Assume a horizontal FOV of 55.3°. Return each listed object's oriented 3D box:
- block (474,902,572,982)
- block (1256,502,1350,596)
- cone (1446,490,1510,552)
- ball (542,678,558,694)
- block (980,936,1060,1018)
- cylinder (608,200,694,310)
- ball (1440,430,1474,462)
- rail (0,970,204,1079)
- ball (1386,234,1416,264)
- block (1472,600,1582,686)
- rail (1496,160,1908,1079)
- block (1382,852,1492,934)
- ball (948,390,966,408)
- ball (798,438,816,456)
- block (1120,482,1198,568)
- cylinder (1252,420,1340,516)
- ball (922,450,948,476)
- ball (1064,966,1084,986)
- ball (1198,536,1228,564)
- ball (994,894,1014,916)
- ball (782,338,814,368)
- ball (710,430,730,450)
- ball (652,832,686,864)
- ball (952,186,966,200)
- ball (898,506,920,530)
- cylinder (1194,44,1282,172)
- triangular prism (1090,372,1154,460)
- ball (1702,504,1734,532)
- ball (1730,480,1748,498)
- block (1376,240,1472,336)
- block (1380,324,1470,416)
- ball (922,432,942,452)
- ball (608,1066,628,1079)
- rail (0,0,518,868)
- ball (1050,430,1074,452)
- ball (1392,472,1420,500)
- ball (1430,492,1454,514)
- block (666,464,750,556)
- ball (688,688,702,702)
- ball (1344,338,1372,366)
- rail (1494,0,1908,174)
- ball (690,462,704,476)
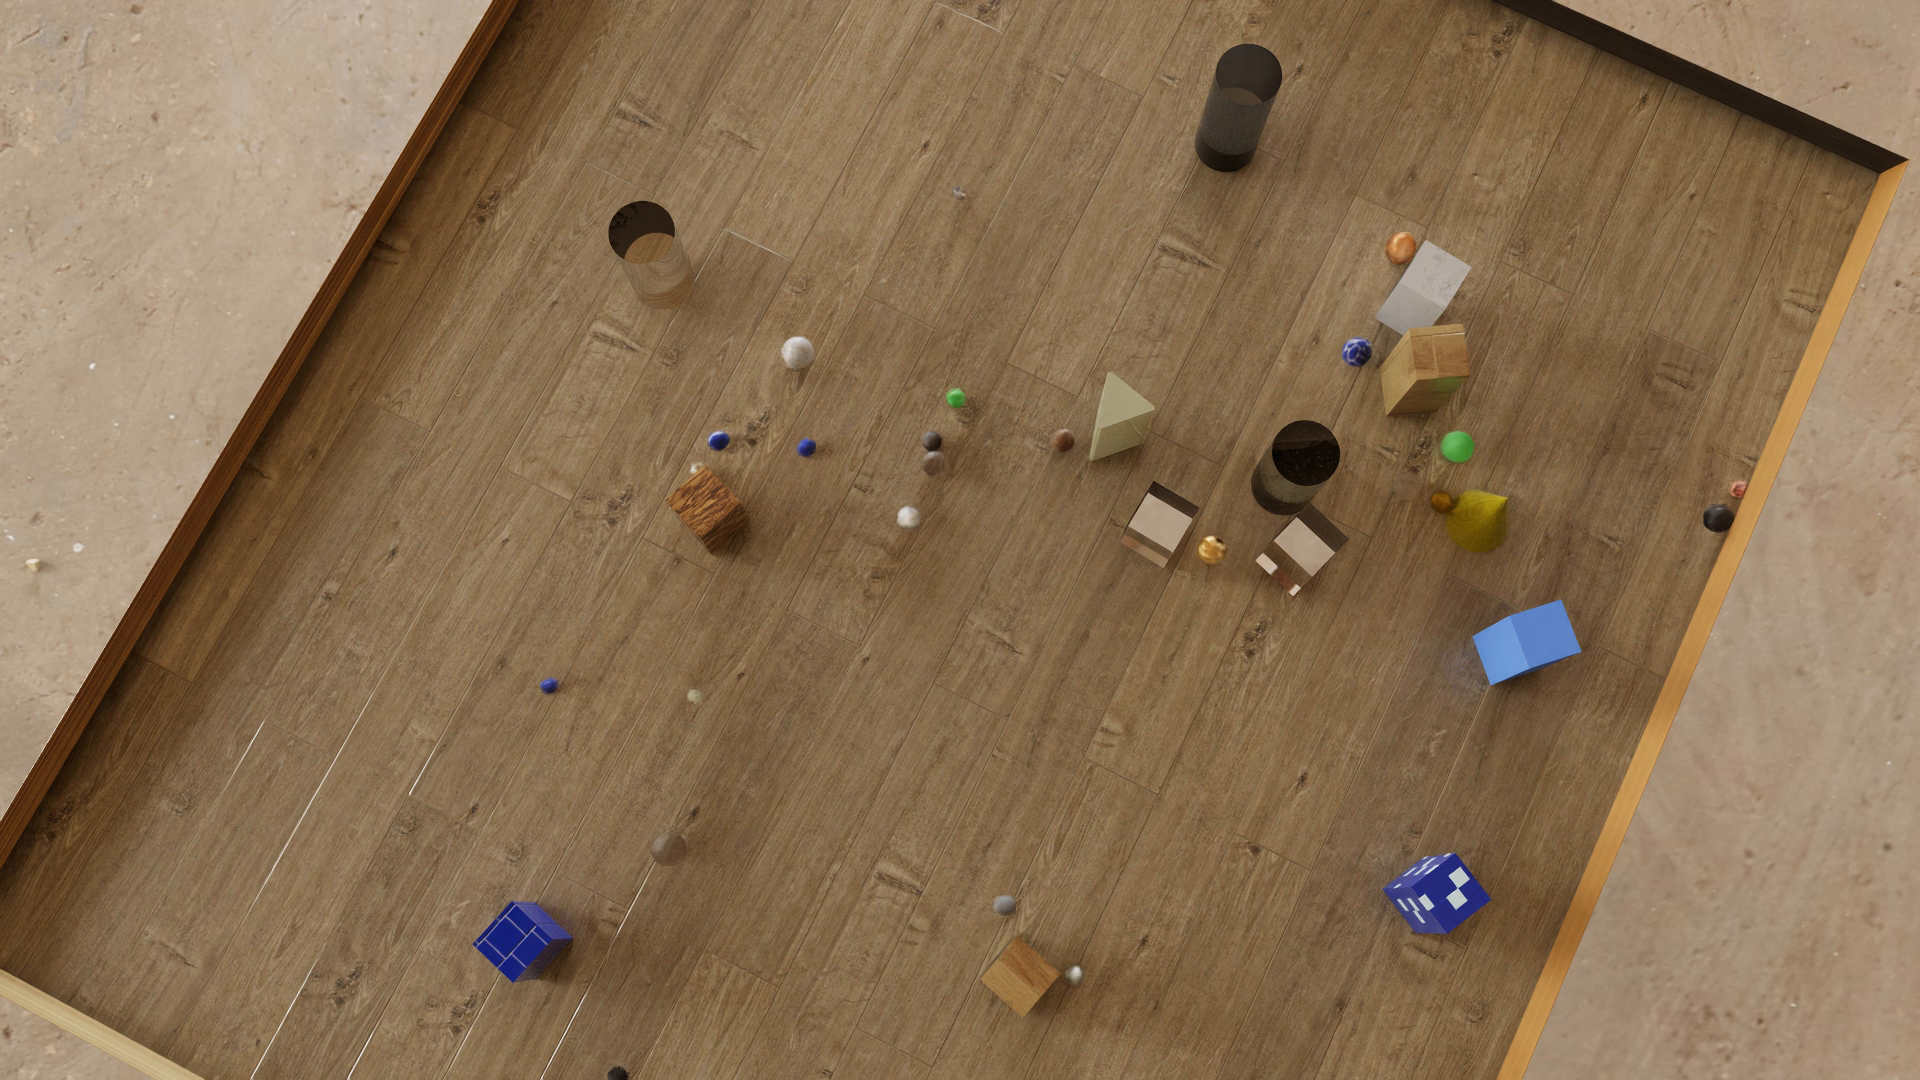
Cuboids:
[{"bbox_3d":[-1.245,1.146,5.235,0.157,0.282,0.157,41,81,8],"label":"block"},{"bbox_3d":[1.014,0.030,5.449,0.157,0.315,0.157,44,82,8],"label":"block"},{"bbox_3d":[1.590,-0.090,5.474,0.197,0.316,0.197,0,78,0],"label":"cone"},{"bbox_3d":[-1.230,0.437,5.502,0.047,0.047,0.047,0,78,0],"label":"ball"},{"bbox_3d":[0.167,1.239,5.216,0.157,0.282,0.157,41,81,8],"label":"block"},{"bbox_3d":[-0.936,-0.863,5.586,0.197,0.410,0.197,0,78,0],"label":"cylinder"},{"bbox_3d":[1.526,-0.288,5.627,0.097,0.097,0.097,0,78,0],"label":"ball"},{"bbox_3d":[-1.068,2.098,5.116,4.234,0.128,0.045,26,80,5],"label":"rail"},{"bbox_3d":[1.384,-0.915,5.758,0.095,0.095,0.095,0,78,0],"label":"ball"},{"bbox_3d":[1.652,0.303,5.359,0.157,0.382,0.157,-17,79,-3],"label":"block"},{"bbox_3d":[1.872,0.924,5.359,0.045,0.128,4.822,26,80,5],"label":"rail"},{"bbox_3d":[1.355,1.010,5.226,0.157,0.356,0.157,-35,81,-7],"label":"block"},{"bbox_3d":[-0.011,-0.439,5.678,0.057,0.057,0.057,0,78,0],"label":"ball"},{"bbox_3d":[-0.471,-0.287,5.648,0.054,0.054,0.054,0,78,0],"label":"ball"},{"bbox_3d":[0.597,-0.045,5.500,0.157,0.246,0.157,31,80,6],"label":"block"},{"bbox_3d":[0.996,-0.211,5.462,0.197,0.389,0.197,0,78,0],"label":"cylinder"},{"bbox_3d":[-0.078,-0.234,5.625,0.079,0.079,0.079,0,78,0],"label":"ball"},{"bbox_3d":[0.333,1.265,5.326,0.056,0.056,0.056,0,78,0],"label":"ball"},{"bbox_3d":[0.766,0.030,5.564,0.090,0.090,0.090,0,78,0],"label":"ball"},{"bbox_3d":[0.128,1.069,5.365,0.060,0.060,0.060,0,78,0],"label":"ball"},{"bbox_3d":[-0.503,-0.580,5.687,0.098,0.098,0.098,0,78,0],"label":"ball"},{"bbox_3d":[-0.742,-0.308,5.649,0.061,0.061,0.061,0,78,0],"label":"ball"},{"bbox_3d":[-0.855,0.904,5.380,0.097,0.097,0.097,0,78,0],"label":"ball"},{"bbox_3d":[-0.003,-1.101,5.823,0.042,0.042,0.042,0,78,0],"label":"ball"},{"bbox_3d":[-0.157,-0.068,5.595,0.071,0.071,0.071,0,78,0],"label":"ball"},{"bbox_3d":[0.852,-1.322,5.639,0.197,0.491,0.197,0,78,0],"label":"cylinder"},{"bbox_3d":[0.458,-0.381,5.497,0.170,0.389,0.147,-19,79,-4],"label":"triangular prism"},{"bbox_3d":[2.311,-0.065,5.586,0.086,0.086,0.086,0,78,0],"label":"ball"},{"bbox_3d":[2.391,-0.156,5.621,0.055,0.055,0.055,0,78,0],"label":"ball"},{"bbox_3d":[1.412,-0.754,5.603,0.157,0.333,0.157,33,80,6],"label":"block"},{"bbox_3d":[1.396,-0.509,5.523,0.157,0.389,0.157,-5,78,-1],"label":"block"},{"bbox_3d":[-0.088,-0.304,5.648,0.062,0.062,0.062,0,78,0],"label":"ball"},{"bbox_3d":[-0.985,1.543,5.268,0.058,0.058,0.058,0,78,0],"label":"ball"},{"bbox_3d":[-1.872,-0.910,5.739,0.045,0.128,4.822,26,80,5],"label":"rail"},{"bbox_3d":[0.316,-0.305,5.643,0.072,0.072,0.072,0,78,0],"label":"ball"},{"bbox_3d":[1.365,-0.166,5.609,0.082,0.082,0.082,0,78,0],"label":"ball"},{"bbox_3d":[1.475,-0.115,5.607,0.066,0.066,0.066,0,78,0],"label":"ball"},{"bbox_3d":[-0.754,-0.087,5.502,0.157,0.261,0.157,-43,81,-8],"label":"block"},{"bbox_3d":[-0.796,0.467,5.499,0.041,0.041,0.041,0,78,0],"label":"ball"},{"bbox_3d":[1.235,-0.585,5.692,0.089,0.089,0.089,0,78,0],"label":"ball"},{"bbox_3d":[1.068,-2.084,5.982,4.234,0.128,0.045,26,80,5],"label":"rail"},{"bbox_3d":[-0.805,-0.217,5.637,0.047,0.047,0.047,0,78,0],"label":"ball"}]
